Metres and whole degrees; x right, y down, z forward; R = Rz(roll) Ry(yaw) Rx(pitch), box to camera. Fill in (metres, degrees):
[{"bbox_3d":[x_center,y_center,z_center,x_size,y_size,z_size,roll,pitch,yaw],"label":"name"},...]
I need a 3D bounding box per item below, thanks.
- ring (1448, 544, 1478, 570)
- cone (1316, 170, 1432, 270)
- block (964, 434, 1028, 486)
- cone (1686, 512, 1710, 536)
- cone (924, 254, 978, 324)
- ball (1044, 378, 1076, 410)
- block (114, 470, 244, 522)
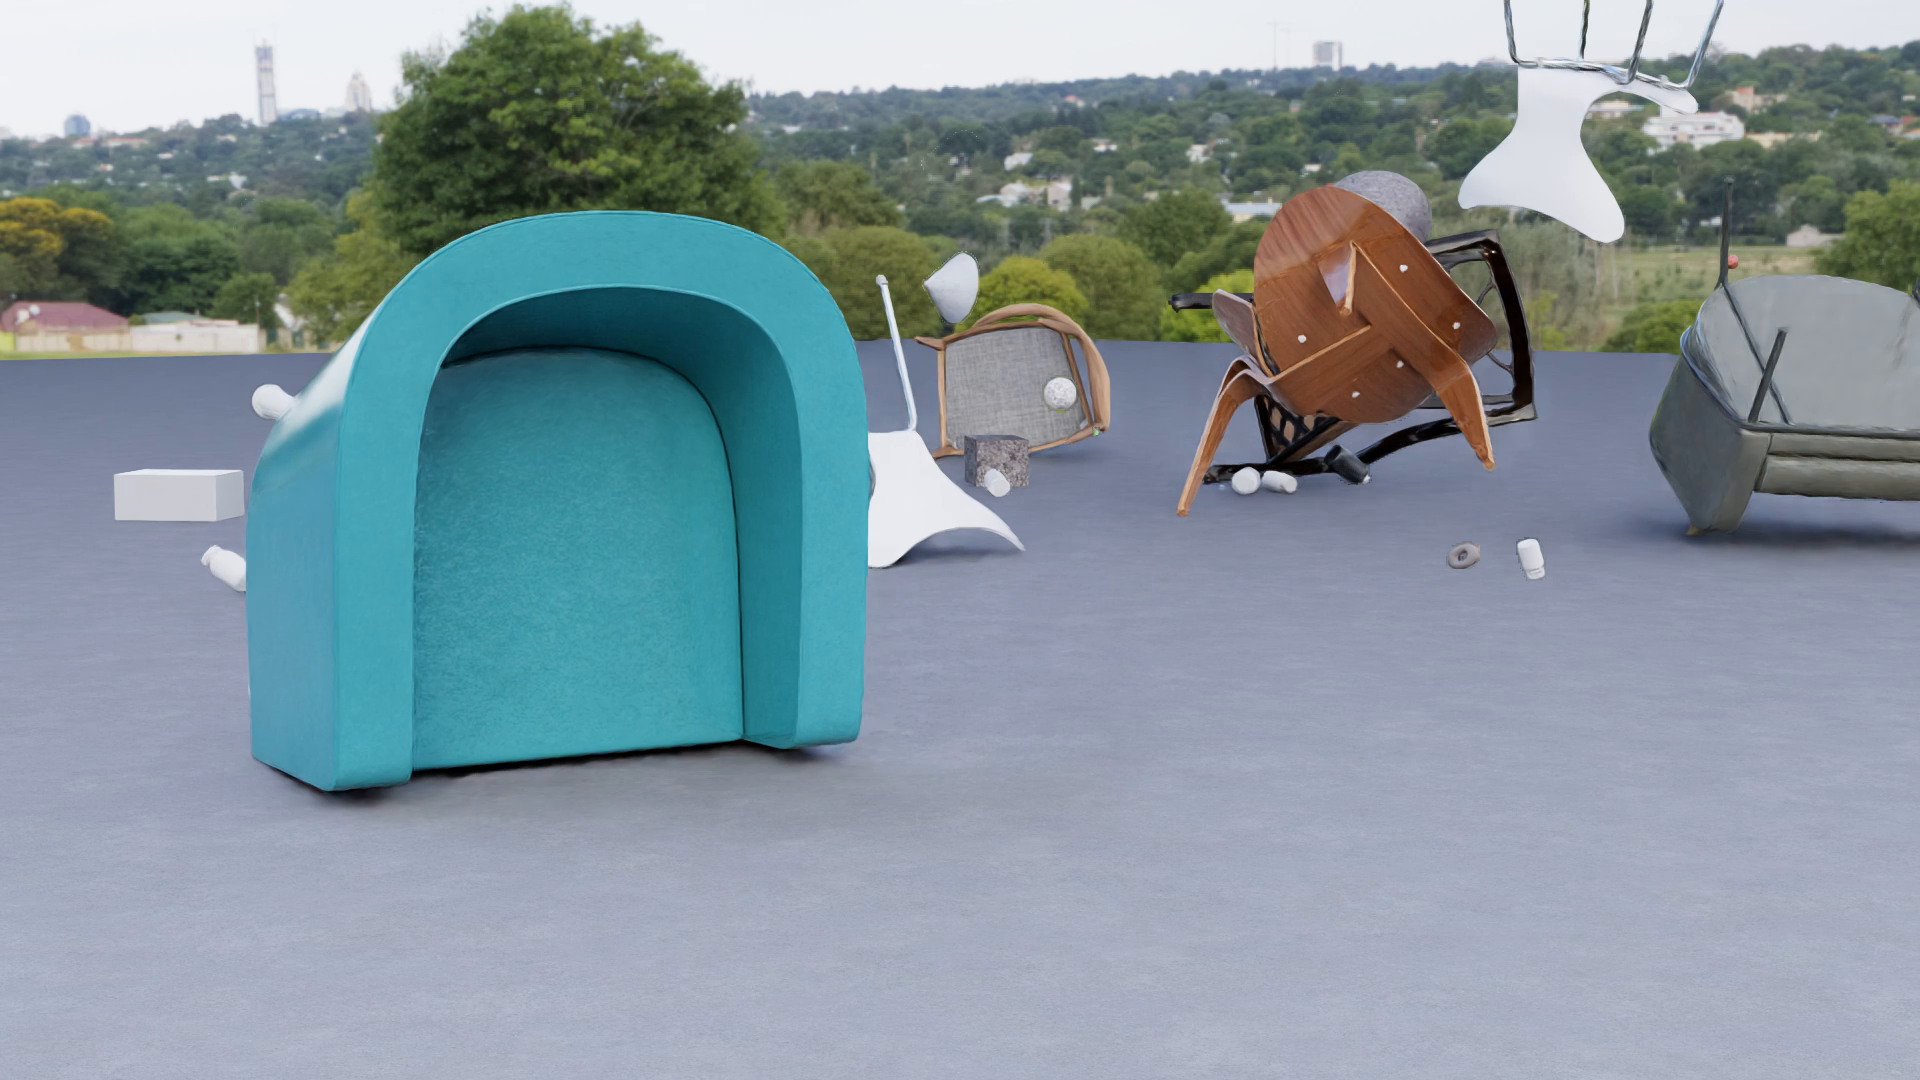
[{"bbox_3d":[1.129,0.037,5.760,0.078,0.055,0.027,-31,-26,35],"label":"ring"},{"bbox_3d":[1.111,-0.843,6.923,0.314,0.273,0.219,-1,17,13],"label":"cone"},{"bbox_3d":[0.114,-0.252,8.150,0.162,0.146,0.255,-1,6,-9],"label":"block"},{"bbox_3d":[1.881,-0.043,6.539,0.074,0.060,0.042,-3,7,-31],"label":"cone"},{"bbox_3d":[-0.054,-0.713,7.195,0.117,0.193,0.208,5,-36,-34],"label":"cone"},{"bbox_3d":[0.242,-0.353,6.197,0.080,0.080,0.080,0,6,0],"label":"ball"},{"bbox_3d":[-2.130,-0.123,7.003,0.286,0.123,0.187,1,6,7],"label":"block"}]
